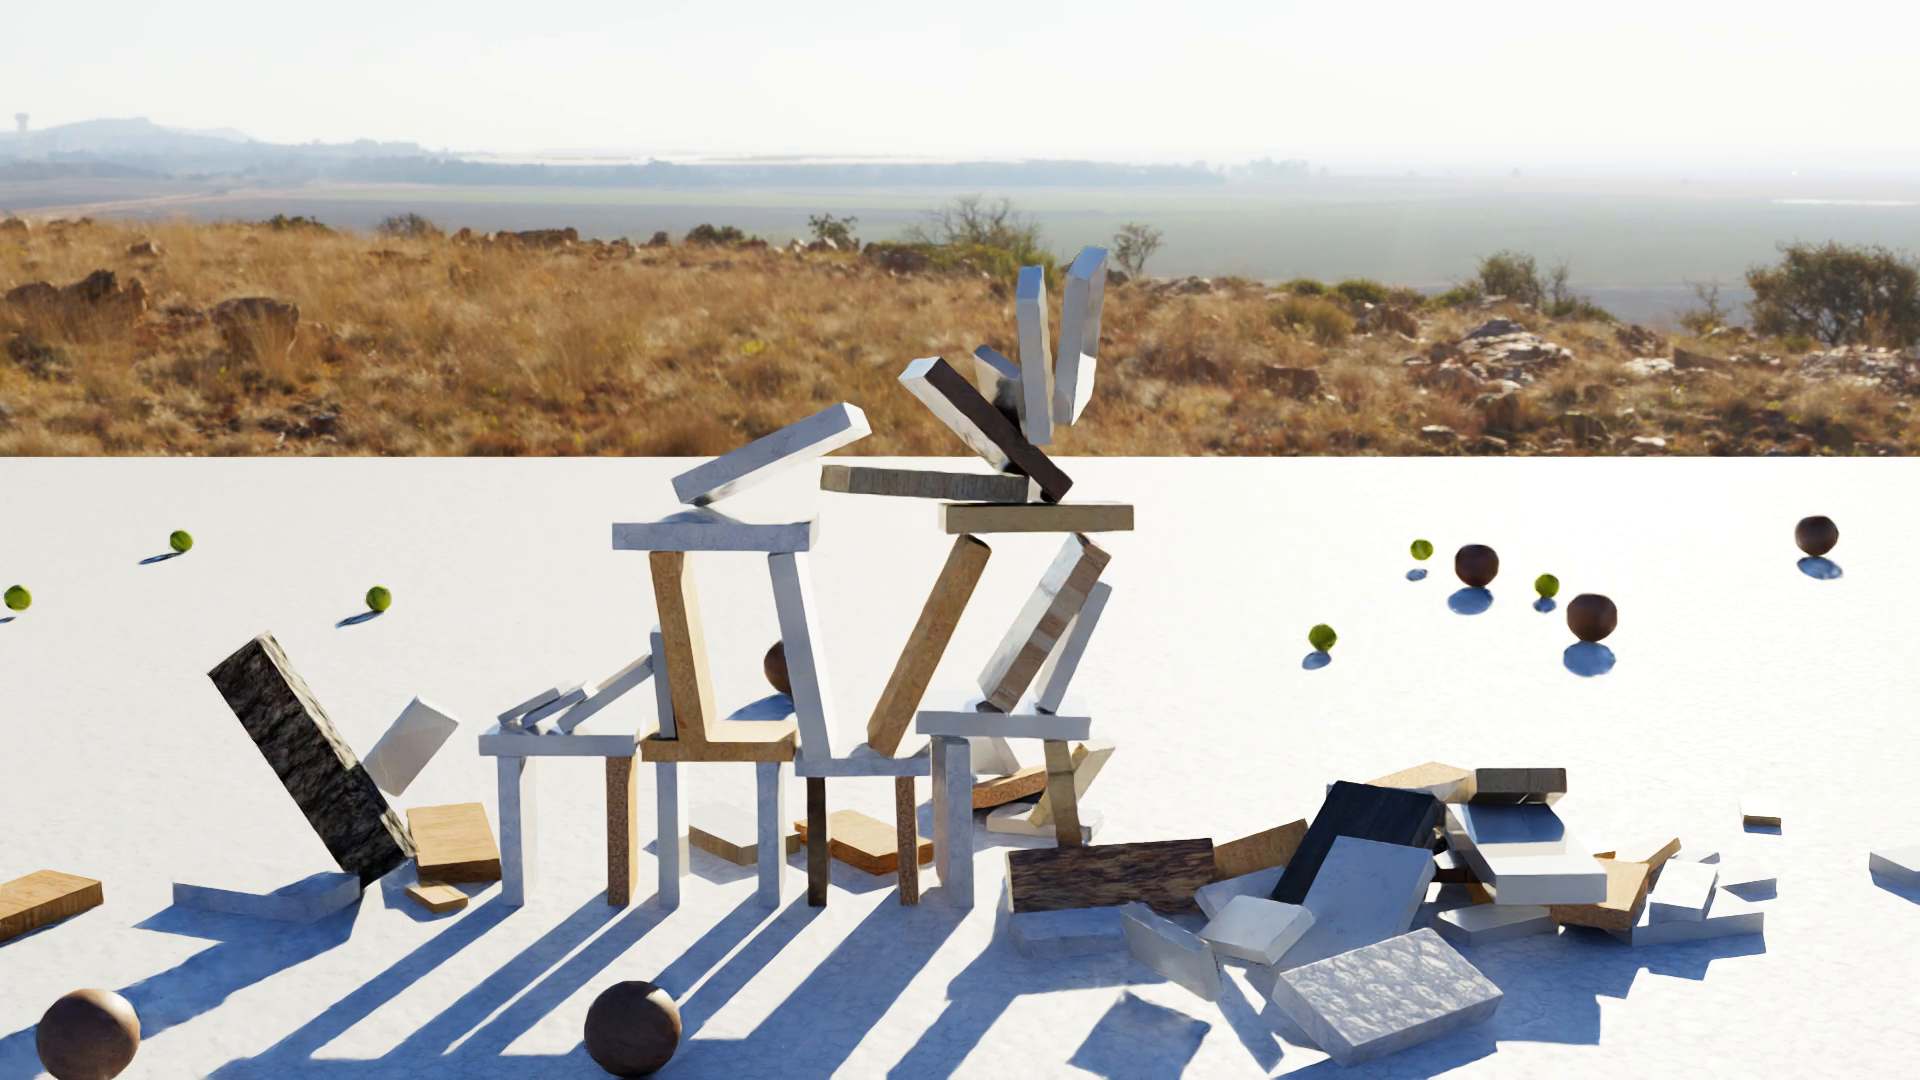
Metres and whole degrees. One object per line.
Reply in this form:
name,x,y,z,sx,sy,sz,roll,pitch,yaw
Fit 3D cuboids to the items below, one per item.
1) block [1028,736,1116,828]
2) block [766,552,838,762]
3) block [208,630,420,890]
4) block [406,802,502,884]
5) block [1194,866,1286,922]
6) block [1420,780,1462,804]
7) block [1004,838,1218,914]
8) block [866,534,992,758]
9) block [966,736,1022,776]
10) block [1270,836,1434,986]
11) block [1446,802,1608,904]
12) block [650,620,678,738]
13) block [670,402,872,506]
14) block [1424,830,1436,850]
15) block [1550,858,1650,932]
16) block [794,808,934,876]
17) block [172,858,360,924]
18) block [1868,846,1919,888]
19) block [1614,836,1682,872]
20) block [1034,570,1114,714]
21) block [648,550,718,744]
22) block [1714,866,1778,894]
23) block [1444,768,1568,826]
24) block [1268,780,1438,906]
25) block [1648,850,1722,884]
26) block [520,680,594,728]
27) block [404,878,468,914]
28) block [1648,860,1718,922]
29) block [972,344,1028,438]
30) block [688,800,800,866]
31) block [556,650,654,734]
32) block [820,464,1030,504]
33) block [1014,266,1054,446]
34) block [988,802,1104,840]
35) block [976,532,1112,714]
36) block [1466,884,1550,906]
block,0.199,0.429,3.897,0.026,0.182,0.091,44,25,27
block,-0.254,0.175,3.578,0.044,0.342,0.157,-9,10,2
block,-1.074,0.369,3.653,0.128,0.443,0.036,-33,2,24
block,-0.893,0.533,3.871,0.135,0.038,0.336,-3,11,-17
block,0.471,0.581,3.524,0.181,0.026,0.090,-8,46,-35
block,0.955,0.458,4.033,0.109,0.031,0.218,9,-18,-42
block,0.247,0.551,3.559,0.342,0.114,0.032,-2,-14,-11
block,-0.052,0.165,3.588,0.043,0.371,0.151,25,6,-7
block,0.047,0.407,4.258,0.028,0.097,0.194,-32,7,-21
block,0.599,0.572,3.335,0.153,0.043,0.307,6,35,29
block,0.922,0.510,3.607,0.171,0.048,0.424,-1,8,3
block,-0.481,0.227,3.602,0.025,0.176,0.088,-4,11,1
block,-0.302,-0.136,3.545,0.304,0.043,0.152,-24,-5,8
block,0.684,0.537,3.577,0.090,0.026,0.215,20,48,31
block,1.028,0.564,3.529,0.119,0.034,0.238,5,12,24
block,-0.172,0.532,3.884,0.124,0.035,0.248,-8,13,-38
block,-1.144,0.578,3.630,0.270,0.038,0.135,4,11,20
block,1.875,0.544,3.835,0.611,0.031,0.109,-3,11,-18
block,1.170,0.546,3.771,0.080,0.023,0.160,-19,-3,38
block,0.184,0.160,3.582,0.032,0.229,0.114,23,10,-5
block,-0.450,0.159,3.585,0.044,0.314,0.157,-8,10,1
block,1.298,0.575,3.700,0.132,0.019,0.066,-4,11,-21
block,0.959,0.456,3.883,0.153,0.043,0.307,0,-18,2
block,0.622,0.522,3.506,0.171,0.048,0.341,7,38,32
block,1.219,0.555,3.726,0.132,0.019,0.066,-15,4,-33
block,-0.662,0.269,3.617,0.119,0.017,0.059,-27,8,7
block,-0.866,0.588,3.634,0.059,0.017,0.119,-8,13,-37
block,1.170,0.565,3.554,0.080,0.023,0.224,5,12,24
block,0.072,-0.231,3.581,0.026,0.182,0.091,-41,58,-20
block,-0.409,0.523,3.932,0.124,0.035,0.248,-9,14,-39
block,-0.575,0.248,3.597,0.176,0.025,0.088,-34,9,6
block,-0.058,-0.091,3.569,0.304,0.043,0.152,3,2,-21
block,0.122,-0.294,3.514,0.036,0.256,0.128,-2,30,7
block,0.157,0.512,4.013,0.194,0.028,0.097,3,11,17
block,0.134,0.129,3.568,0.043,0.301,0.151,32,4,-11
block,0.969,0.574,3.664,0.238,0.034,0.119,1,11,5
